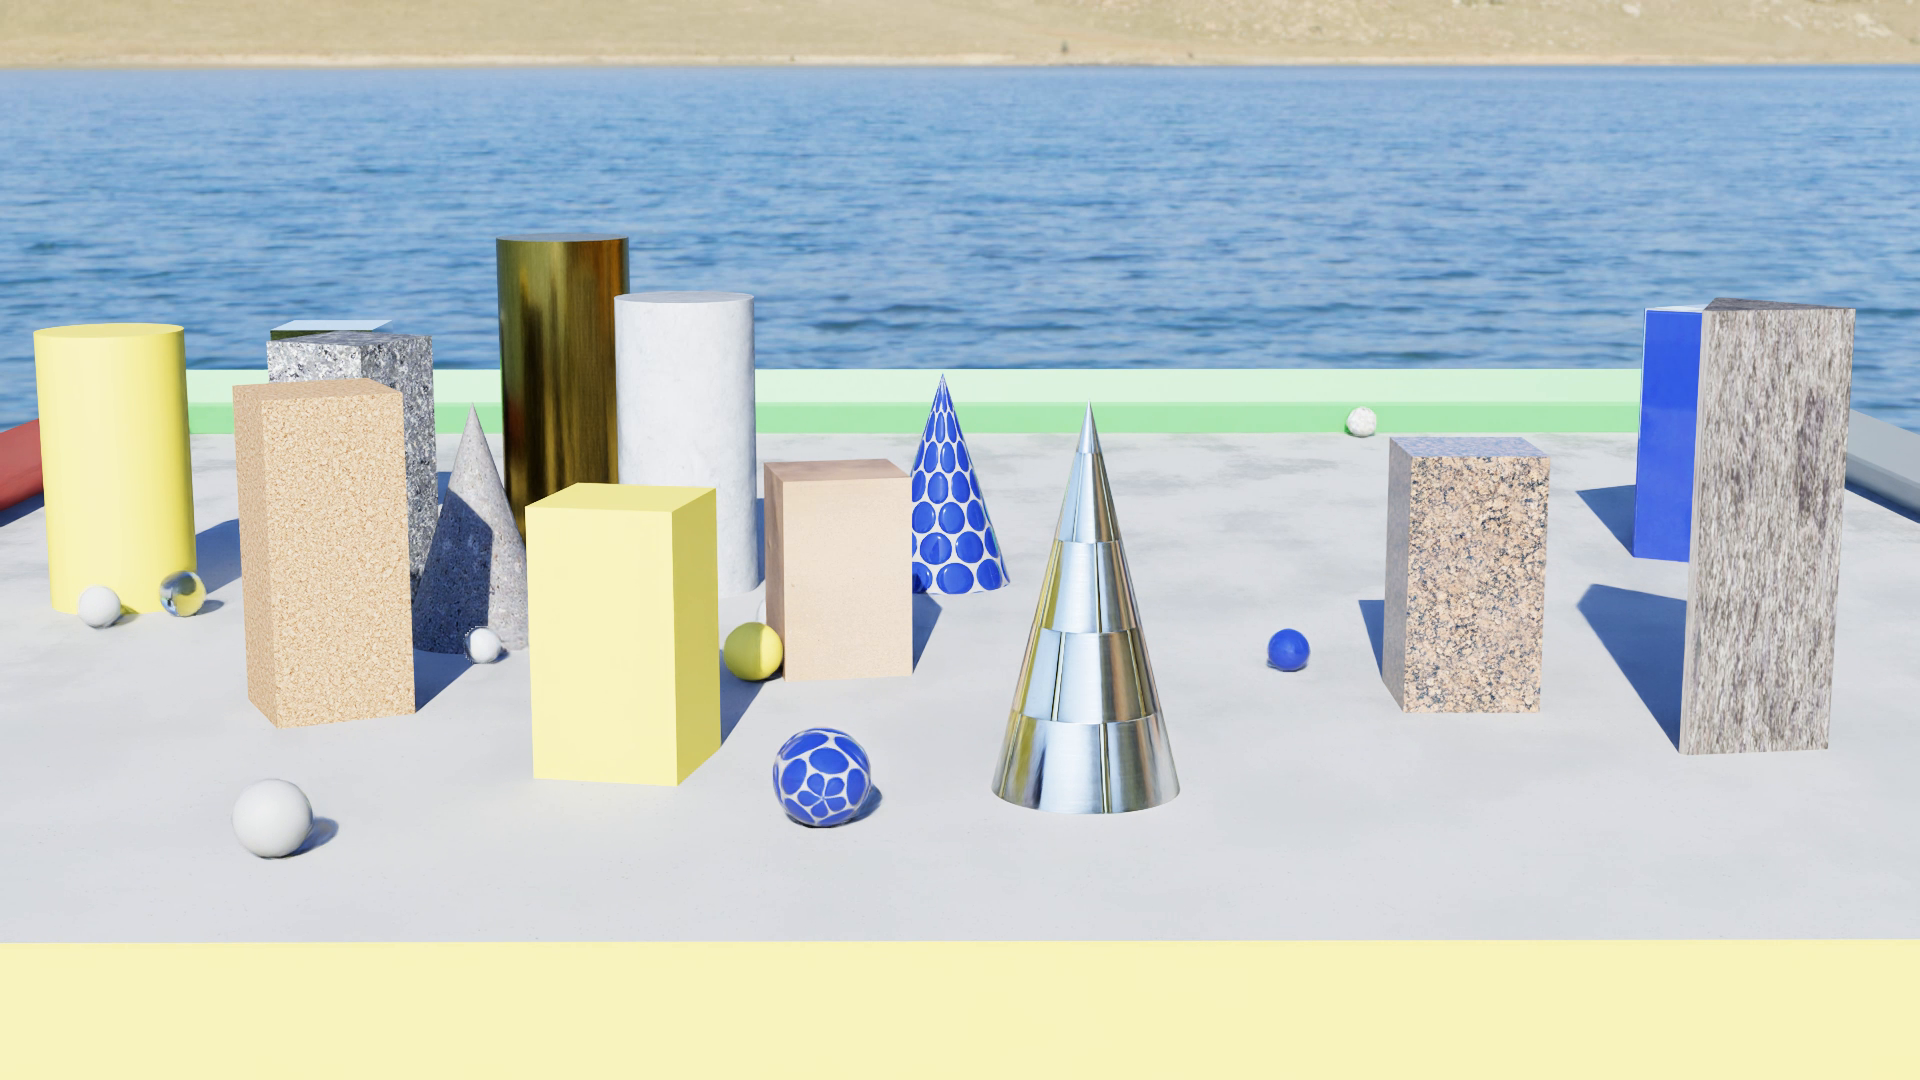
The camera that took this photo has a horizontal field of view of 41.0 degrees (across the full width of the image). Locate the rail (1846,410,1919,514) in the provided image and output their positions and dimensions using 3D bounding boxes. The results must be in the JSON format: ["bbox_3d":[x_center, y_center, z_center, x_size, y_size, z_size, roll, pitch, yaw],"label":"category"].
[{"bbox_3d":[1.553,0.031,3.458,0.045,0.125,3.382,0,11,0],"label":"rail"}]

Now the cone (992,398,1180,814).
[{"bbox_3d":[0.128,0.055,2.579,0.193,0.401,0.193,0,11,0],"label":"cone"}]

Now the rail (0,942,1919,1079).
[{"bbox_3d":[0.010,0.337,1.810,3.154,0.125,0.045,0,11,0],"label":"rail"}]

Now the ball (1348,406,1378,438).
[{"bbox_3d":[0.794,-0.233,5.062,0.060,0.060,0.060,0,11,0],"label":"ball"}]

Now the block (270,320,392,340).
[{"bbox_3d":[-0.976,-0.174,4.019,0.154,0.325,0.154,0,11,-1],"label":"block"}]

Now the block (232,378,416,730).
[{"bbox_3d":[-0.722,0.011,2.911,0.154,0.366,0.154,-5,12,-27],"label":"block"}]

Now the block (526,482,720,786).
[{"bbox_3d":[-0.349,0.095,2.682,0.154,0.284,0.154,2,11,11],"label":"block"}]

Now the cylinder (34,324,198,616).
[{"bbox_3d":[-1.145,-0.099,3.487,0.193,0.372,0.193,0,11,0],"label":"cylinder"}]

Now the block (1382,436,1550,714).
[{"bbox_3d":[0.581,0.038,2.963,0.154,0.294,0.154,0,11,0],"label":"block"}]

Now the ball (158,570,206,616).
[{"bbox_3d":[-1.037,0.071,3.420,0.062,0.062,0.062,0,11,0],"label":"ball"}]

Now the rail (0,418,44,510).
[{"bbox_3d":[-1.553,0.034,3.440,0.045,0.125,3.382,0,11,0],"label":"rail"}]

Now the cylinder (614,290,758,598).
[{"bbox_3d":[-0.381,-0.135,3.581,0.193,0.408,0.193,0,11,0],"label":"cylinder"}]

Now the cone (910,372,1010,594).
[{"bbox_3d":[-0.024,-0.089,3.631,0.193,0.299,0.193,0,11,0],"label":"cone"}]

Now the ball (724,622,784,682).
[{"bbox_3d":[-0.246,0.133,3.061,0.071,0.071,0.071,0,11,0],"label":"ball"}]

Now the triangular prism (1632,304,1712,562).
[{"bbox_3d":[1.113,-0.161,3.823,0.167,0.371,0.145,6,12,29],"label":"triangular prism"}]

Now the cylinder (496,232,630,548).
[{"bbox_3d":[-0.583,-0.211,3.806,0.193,0.475,0.193,0,11,0],"label":"cylinder"}]

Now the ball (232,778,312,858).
[{"bbox_3d":[-0.639,0.258,2.382,0.073,0.073,0.073,0,11,0],"label":"ball"}]

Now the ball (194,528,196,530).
[{"bbox_3d":[-1.182,-0.010,3.861,0.061,0.061,0.061,0,11,0],"label":"ball"}]

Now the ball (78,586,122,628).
[{"bbox_3d":[-1.125,0.087,3.353,0.055,0.055,0.055,0,11,0],"label":"ball"}]

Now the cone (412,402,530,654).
[{"bbox_3d":[-0.616,-0.026,3.270,0.193,0.307,0.193,0,11,0],"label":"cone"}]

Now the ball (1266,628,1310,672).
[{"bbox_3d":[0.398,0.133,3.112,0.052,0.052,0.052,0,11,0],"label":"ball"}]

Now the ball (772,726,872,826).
[{"bbox_3d":[-0.134,0.228,2.479,0.096,0.096,0.096,0,11,0],"label":"ball"}]

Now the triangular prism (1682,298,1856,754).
[{"bbox_3d":[0.842,-0.019,2.778,0.167,0.474,0.145,-2,11,-9],"label":"triangular prism"}]

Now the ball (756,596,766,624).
[{"bbox_3d":[-0.222,0.099,3.242,0.072,0.072,0.072,0,11,0],"label":"ball"}]

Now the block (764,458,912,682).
[{"bbox_3d":[-0.150,0.034,3.128,0.154,0.242,0.154,-2,11,-13],"label":"block"}]

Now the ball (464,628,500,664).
[{"bbox_3d":[-0.586,0.130,3.149,0.044,0.044,0.044,0,11,0],"label":"ball"}]

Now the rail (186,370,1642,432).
[{"bbox_3d":[-0.010,-0.272,5.088,3.154,0.125,0.045,0,11,0],"label":"rail"}]

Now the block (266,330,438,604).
[{"bbox_3d":[-0.822,-0.094,3.491,0.154,0.361,0.154,5,12,25],"label":"block"}]
